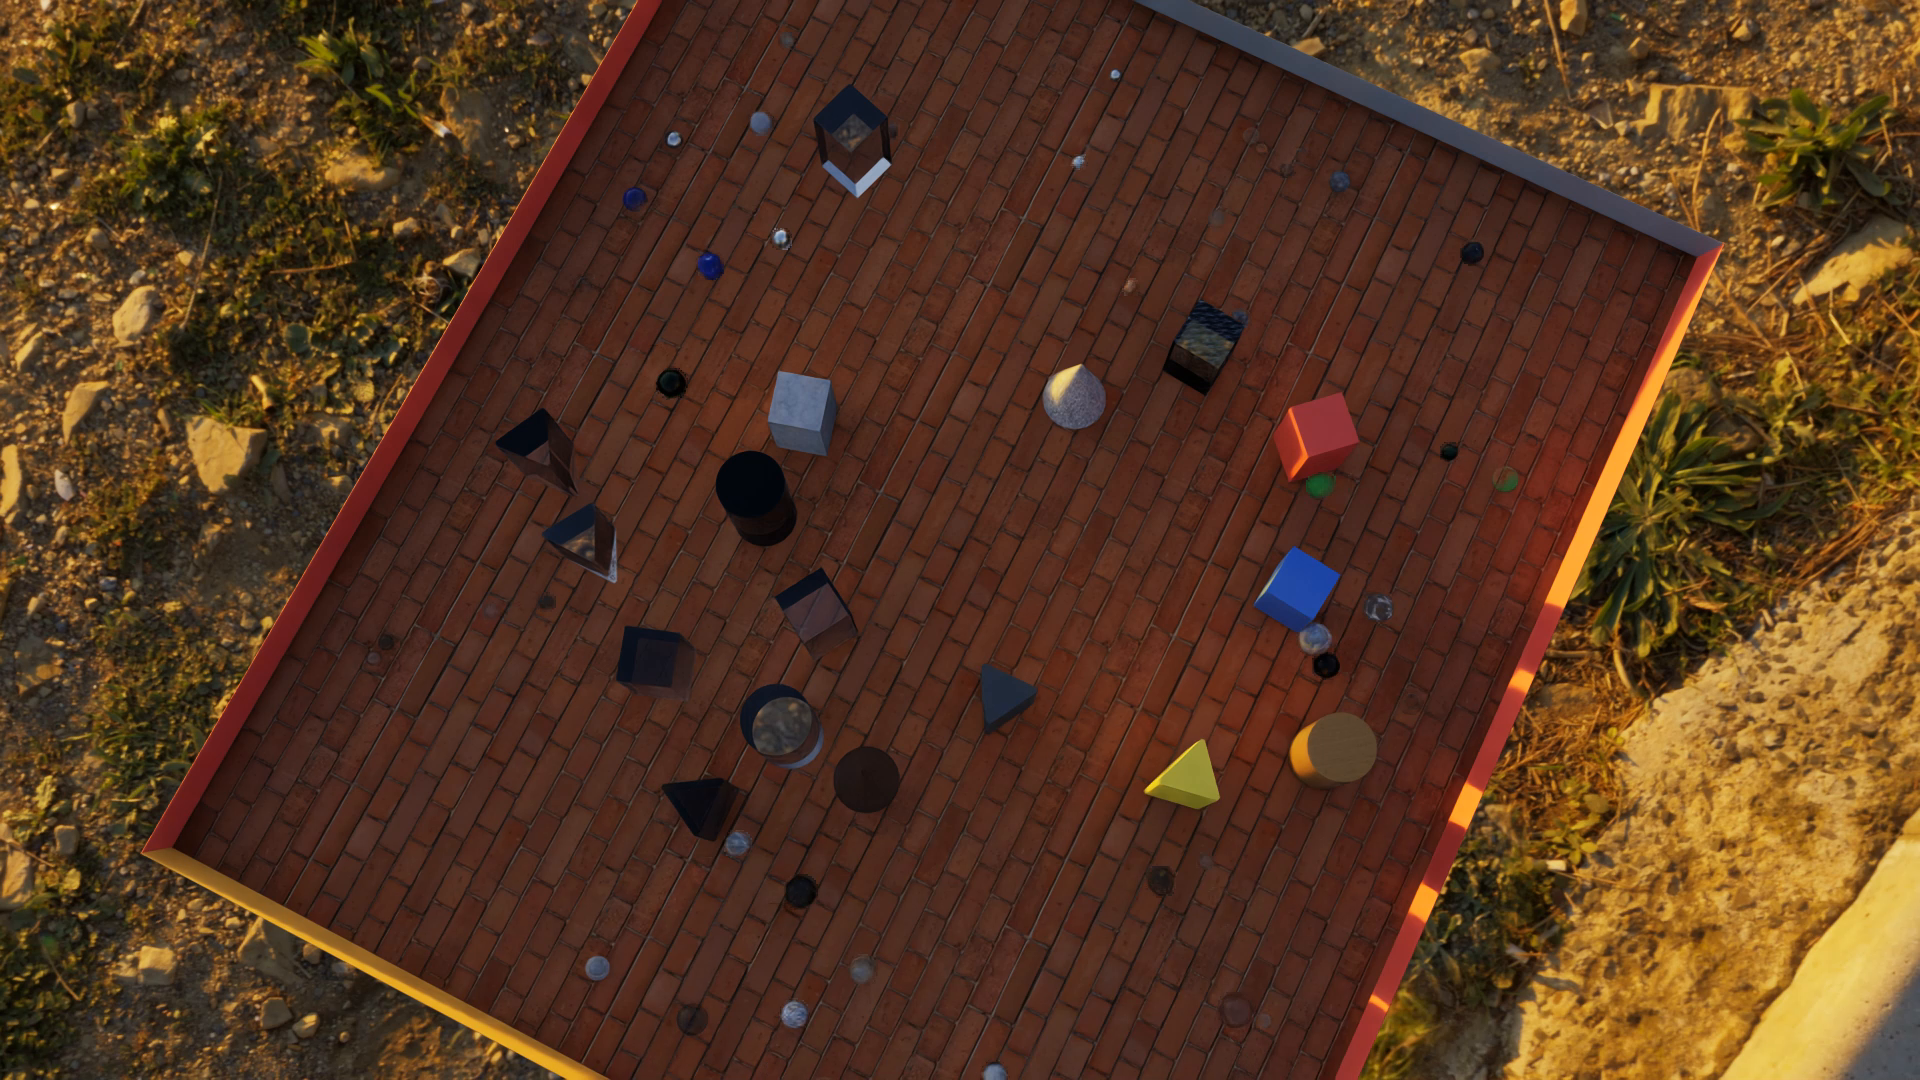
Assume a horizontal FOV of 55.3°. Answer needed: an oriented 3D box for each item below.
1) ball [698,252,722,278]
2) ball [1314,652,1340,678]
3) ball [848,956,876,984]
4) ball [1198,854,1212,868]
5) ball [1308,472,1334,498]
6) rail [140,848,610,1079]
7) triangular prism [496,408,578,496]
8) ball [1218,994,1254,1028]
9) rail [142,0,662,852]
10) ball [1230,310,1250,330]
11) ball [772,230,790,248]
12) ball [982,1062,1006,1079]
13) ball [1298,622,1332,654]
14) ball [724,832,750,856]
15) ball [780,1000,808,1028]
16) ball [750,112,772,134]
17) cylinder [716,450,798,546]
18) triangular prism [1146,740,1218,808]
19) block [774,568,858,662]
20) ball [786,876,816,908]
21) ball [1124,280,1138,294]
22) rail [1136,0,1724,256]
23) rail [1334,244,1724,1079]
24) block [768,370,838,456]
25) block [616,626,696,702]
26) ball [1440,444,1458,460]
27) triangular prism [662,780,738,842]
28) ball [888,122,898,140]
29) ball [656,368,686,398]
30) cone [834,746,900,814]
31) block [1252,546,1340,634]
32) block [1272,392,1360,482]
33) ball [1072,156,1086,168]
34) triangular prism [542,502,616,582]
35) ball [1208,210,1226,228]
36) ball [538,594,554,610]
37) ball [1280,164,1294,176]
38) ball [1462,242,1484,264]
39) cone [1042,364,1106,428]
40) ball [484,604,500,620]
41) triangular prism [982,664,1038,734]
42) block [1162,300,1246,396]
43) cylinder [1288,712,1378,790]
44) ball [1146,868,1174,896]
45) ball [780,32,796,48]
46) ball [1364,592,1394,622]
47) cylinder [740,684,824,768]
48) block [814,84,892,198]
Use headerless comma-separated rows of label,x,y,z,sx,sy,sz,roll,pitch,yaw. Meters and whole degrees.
ball,-0.786,-0.863,5.756,0.078,0.078,0.078,0,78,0
ball,1.100,0.377,5.499,0.077,0.077,0.077,0,78,0
ball,-0.283,1.249,5.317,0.080,0.080,0.080,0,78,0
ball,0.722,0.948,5.399,0.043,0.043,0.043,0,78,0
ball,1.106,-0.168,5.611,0.079,0.079,0.079,0,78,0
rail,-0.836,1.644,5.210,3.405,0.129,0.045,26,80,5
triangular prism,-1.228,-0.272,5.468,0.171,0.401,0.148,22,79,4
ball,0.796,1.358,5.285,0.099,0.099,0.099,0,78,0
rail,-1.501,-0.728,5.701,0.045,0.129,3.786,26,80,5
ball,0.872,-0.685,5.725,0.066,0.066,0.066,0,78,0
ball,-0.565,-0.951,5.784,0.058,0.058,0.058,0,78,0
ball,0.100,1.536,5.263,0.070,0.070,0.070,0,78,0
ball,1.066,0.296,5.503,0.098,0.098,0.098,0,78,0
ball,-0.656,0.895,5.395,0.071,0.071,0.071,0,78,0
ball,-0.479,1.372,5.293,0.078,0.078,0.078,0,78,0
ball,-0.637,-1.334,5.857,0.071,0.071,0.071,0,78,0
cylinder,-0.599,-0.118,5.435,0.198,0.404,0.198,0,78,0
triangular prism,0.652,0.663,5.265,0.171,0.420,0.148,16,79,3
block,-0.417,0.222,5.379,0.158,0.374,0.158,-32,80,-6
ball,-0.466,1.029,5.357,0.091,0.091,0.091,0,78,0
ball,0.537,-0.794,5.759,0.044,0.044,0.044,0,78,0
rail,0.836,-1.630,5.887,3.405,0.129,0.045,26,80,5
rail,1.501,0.742,5.396,0.045,0.129,3.786,26,80,5
block,-0.473,-0.379,5.543,0.158,0.298,0.158,11,79,2
block,-0.885,0.366,5.365,0.158,0.344,0.158,7,78,2
ball,1.507,-0.271,5.647,0.049,0.049,0.049,0,78,0
triangular prism,-0.720,0.746,5.275,0.148,0.366,0.171,-35,80,-7
ball,-0.221,-1.308,5.861,0.051,0.051,0.051,0,78,0
ball,-0.895,-0.485,5.672,0.088,0.088,0.088,0,78,0
cone,-0.279,0.681,5.303,0.198,0.337,0.198,0,78,0
block,1.000,0.150,5.456,0.158,0.254,0.158,32,80,6
block,1.068,-0.305,5.517,0.158,0.319,0.158,-17,79,-3
ball,0.380,-1.206,5.845,0.041,0.041,0.041,0,78,0
triangular prism,-1.093,-0.008,5.442,0.171,0.345,0.148,27,80,5
ball,0.813,-1.017,5.799,0.055,0.055,0.055,0,78,0
ball,-1.254,0.189,5.554,0.046,0.046,0.046,0,78,0
ball,1.041,-1.179,5.839,0.042,0.042,0.042,0,78,0
ball,1.616,-0.905,5.769,0.068,0.068,0.068,0,78,0
cone,0.357,-0.478,5.528,0.198,0.368,0.198,0,78,0
ball,-1.419,0.217,5.549,0.045,0.045,0.045,0,78,0
triangular prism,0.108,0.445,5.365,0.171,0.312,0.148,-34,80,-7
block,0.741,-0.585,5.591,0.158,0.286,0.158,32,80,6
cylinder,1.079,0.617,5.329,0.198,0.314,0.198,0,78,0
ball,0.588,1.000,5.368,0.082,0.082,0.082,0,78,0
ball,-0.558,-1.618,5.925,0.051,0.051,0.051,0,78,0
ball,1.265,0.204,5.529,0.089,0.089,0.089,0,78,0
cylinder,-0.507,0.541,5.269,0.198,0.461,0.198,0,78,0
block,-0.330,-1.235,5.690,0.158,0.357,0.158,43,81,8
